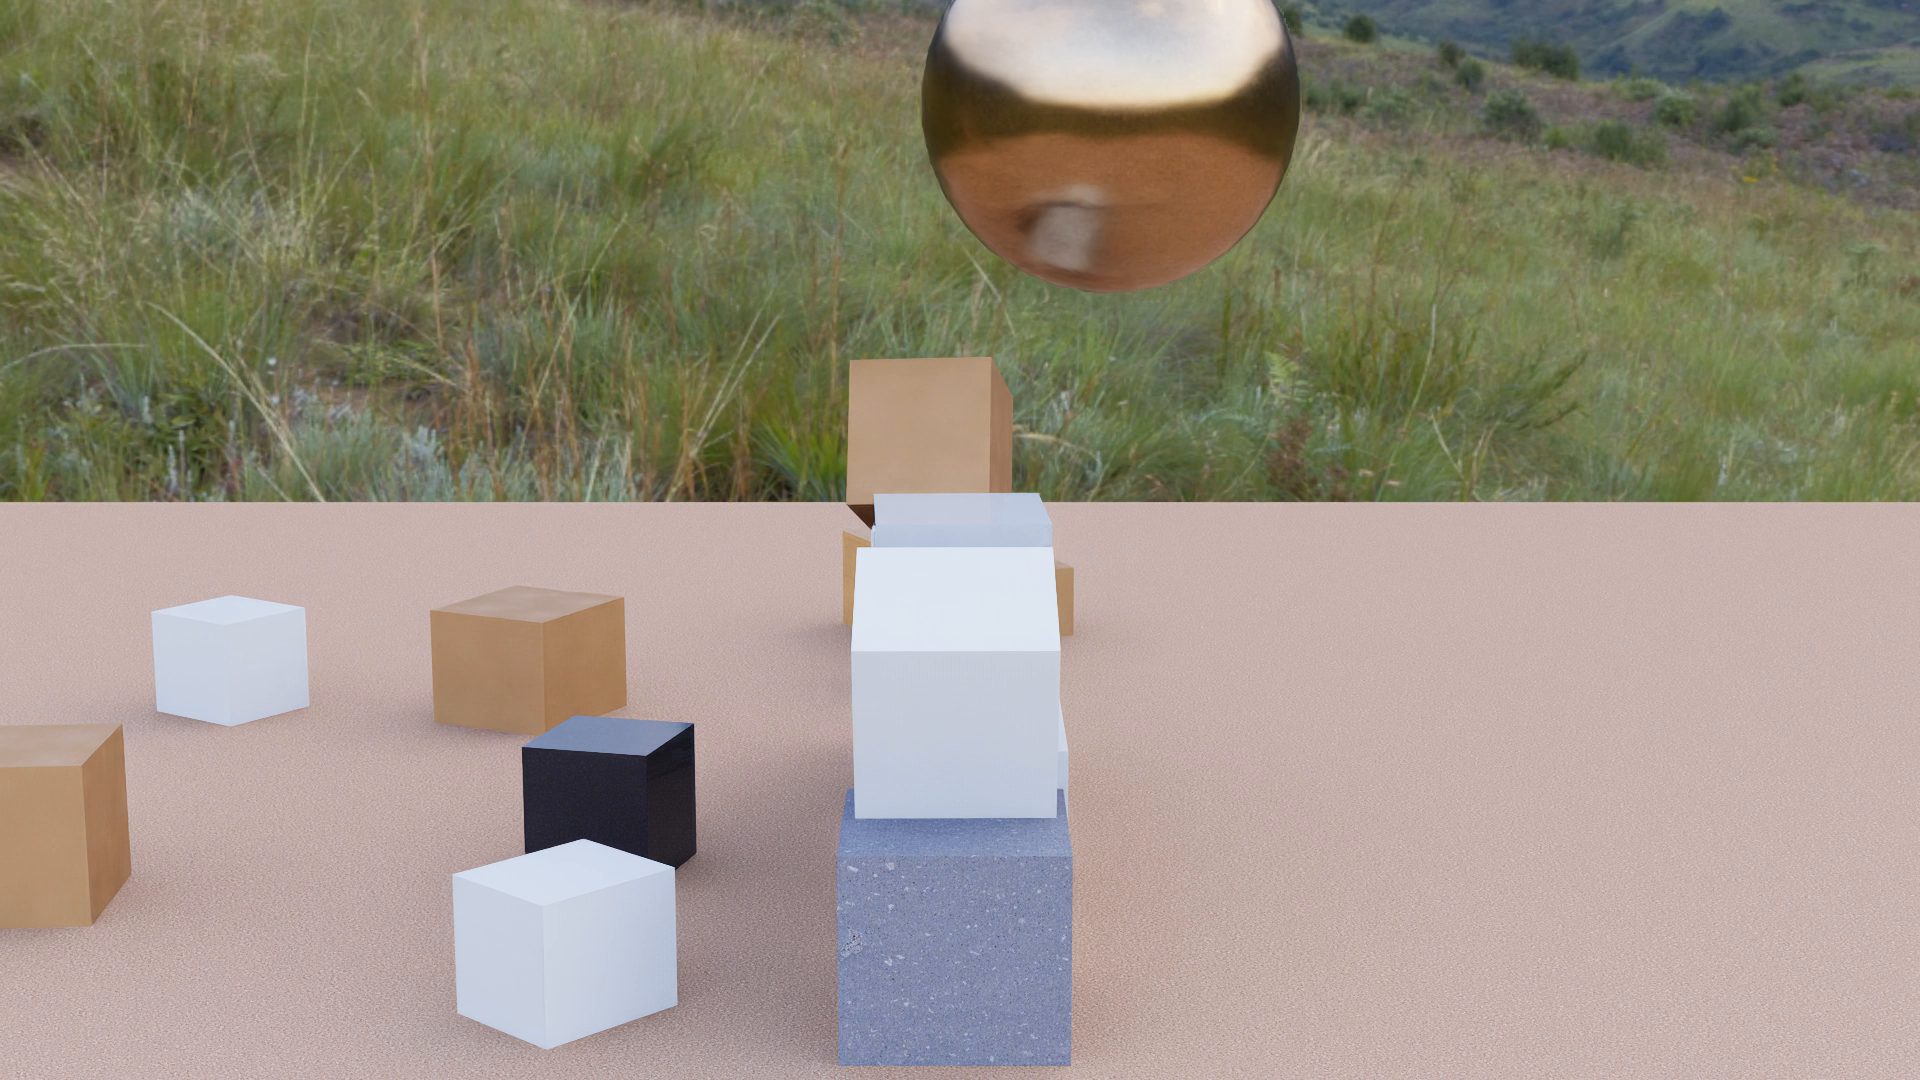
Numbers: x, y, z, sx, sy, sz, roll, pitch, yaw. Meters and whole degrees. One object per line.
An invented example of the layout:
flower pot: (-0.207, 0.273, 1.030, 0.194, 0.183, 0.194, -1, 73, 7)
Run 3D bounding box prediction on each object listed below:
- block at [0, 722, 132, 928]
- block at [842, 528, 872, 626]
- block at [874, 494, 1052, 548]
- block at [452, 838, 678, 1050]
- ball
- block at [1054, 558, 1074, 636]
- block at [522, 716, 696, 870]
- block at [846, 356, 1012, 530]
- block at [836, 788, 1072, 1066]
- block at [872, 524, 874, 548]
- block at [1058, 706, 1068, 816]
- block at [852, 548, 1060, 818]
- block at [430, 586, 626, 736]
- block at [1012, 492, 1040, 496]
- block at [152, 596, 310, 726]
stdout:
block: (-4.008, 1.213, 10.962, 0.713, 0.692, 0.712, -1, 10, -5)
block: (-0.255, 0.272, 16.368, 0.742, 0.609, 0.770, -5, 11, -25)
block: (-0.001, 0.283, 10.477, 0.691, 0.836, 0.748, 0, 10, -2)
block: (-1.491, 1.515, 9.707, 0.543, 0.546, 0.626, 9, 14, 42)
ball: (0.634, -1.845, 10.845, 1.600, 1.600, 1.600, 0, 10, 0)
block: (0.430, 0.362, 16.357, 0.448, 0.436, 0.477, -3, 11, -18)
block: (-1.557, 1.165, 11.453, 0.581, 0.610, 0.583, 3, 11, 15)
block: (-0.130, -0.427, 12.027, 0.654, 0.677, 0.760, -1, -11, 9)
block: (-0.019, 1.423, 9.553, 0.834, 0.782, 0.869, 0, 10, 0)
block: (-0.043, 0.300, 11.287, 0.654, 0.812, 0.740, 0, 10, 1)
block: (0.007, 1.196, 10.391, 0.820, 0.928, 0.842, 0, 10, 0)
block: (-0.017, 0.530, 9.651, 0.747, 0.735, 0.734, 0, 30, 0)
block: (-2.381, 0.657, 14.207, 0.742, 0.625, 0.778, 5, 11, 26)
block: (0.002, 0.164, 12.809, 0.782, 0.726, 0.752, 0, 7, 3)
block: (-4.070, 0.666, 14.322, 0.614, 0.565, 0.557, 7, 12, 34)
